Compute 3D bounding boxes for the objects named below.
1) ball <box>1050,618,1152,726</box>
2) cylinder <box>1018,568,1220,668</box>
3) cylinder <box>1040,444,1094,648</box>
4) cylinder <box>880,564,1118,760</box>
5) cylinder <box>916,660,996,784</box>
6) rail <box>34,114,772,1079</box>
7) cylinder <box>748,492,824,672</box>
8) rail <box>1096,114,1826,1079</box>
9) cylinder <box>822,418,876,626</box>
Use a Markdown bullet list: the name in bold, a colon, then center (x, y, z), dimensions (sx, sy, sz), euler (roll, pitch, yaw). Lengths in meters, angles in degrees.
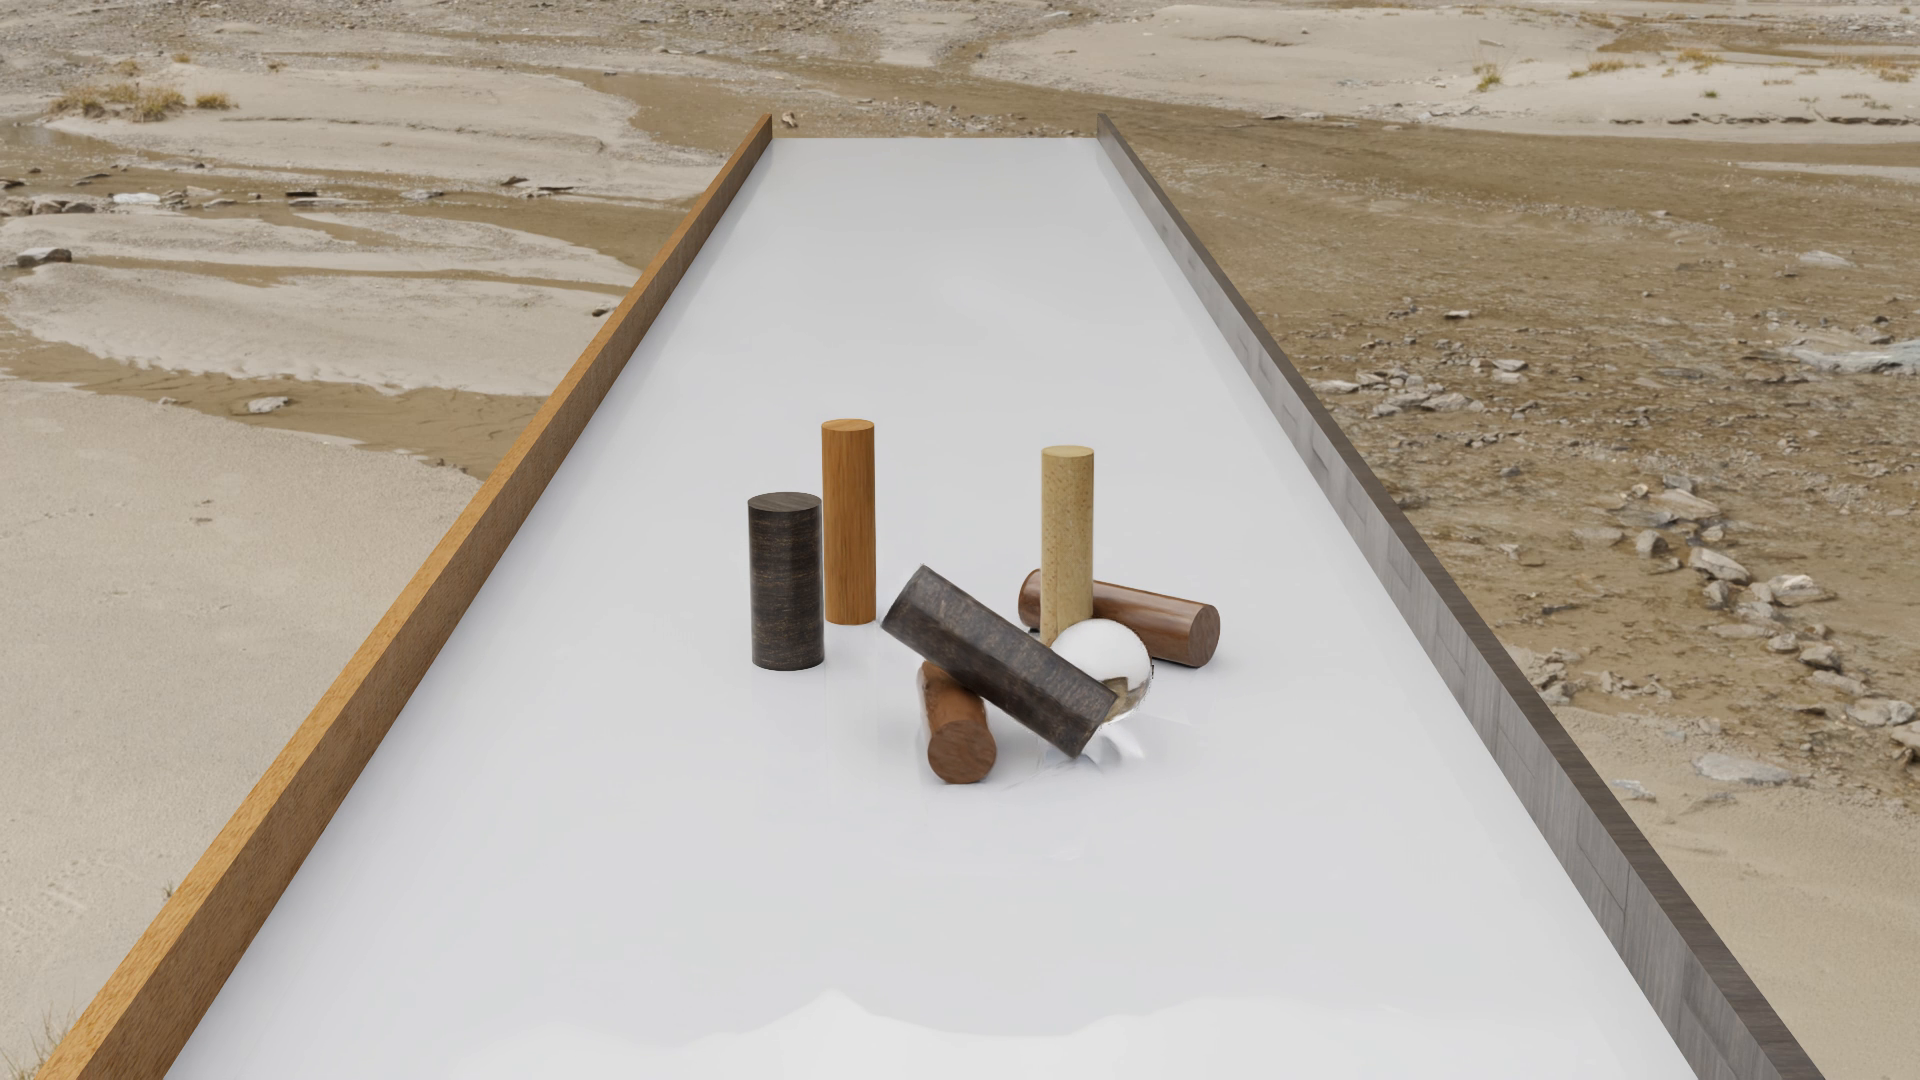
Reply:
- **ball**: center (0.254, 0.243, 4.063), dimensions (0.197, 0.197, 0.197), euler (0, 17, 0)
- **cylinder**: center (0.321, 0.156, 4.481), dimensions (0.408, 0.127, 0.127), euler (12, 20, 35)
- **cylinder**: center (0.213, 0.030, 4.379), dimensions (0.105, 0.424, 0.105), euler (0, 15, 0)
- **cylinder**: center (0.069, 0.216, 3.916), dimensions (0.418, 0.138, 0.138), euler (34, 22, 4)
- **cylinder**: center (-0.010, 0.315, 3.956), dimensions (0.120, 0.120, 0.352), euler (-1, 17, -4)
- **rail**: center (-1.118, -0.838, 7.780), dimensions (0.050, 0.150, 12.000), euler (0, 17, -1)
- **cylinder**: center (-0.345, 0.082, 4.377), dimensions (0.147, 0.328, 0.147), euler (0, 17, 0)
- **rail**: center (0.932, -0.844, 7.801), dimensions (0.050, 0.150, 12.000), euler (0, 17, -1)
- **cylinder**: center (-0.232, -0.037, 4.616), dimensions (0.110, 0.420, 0.110), euler (0, 17, 0)
